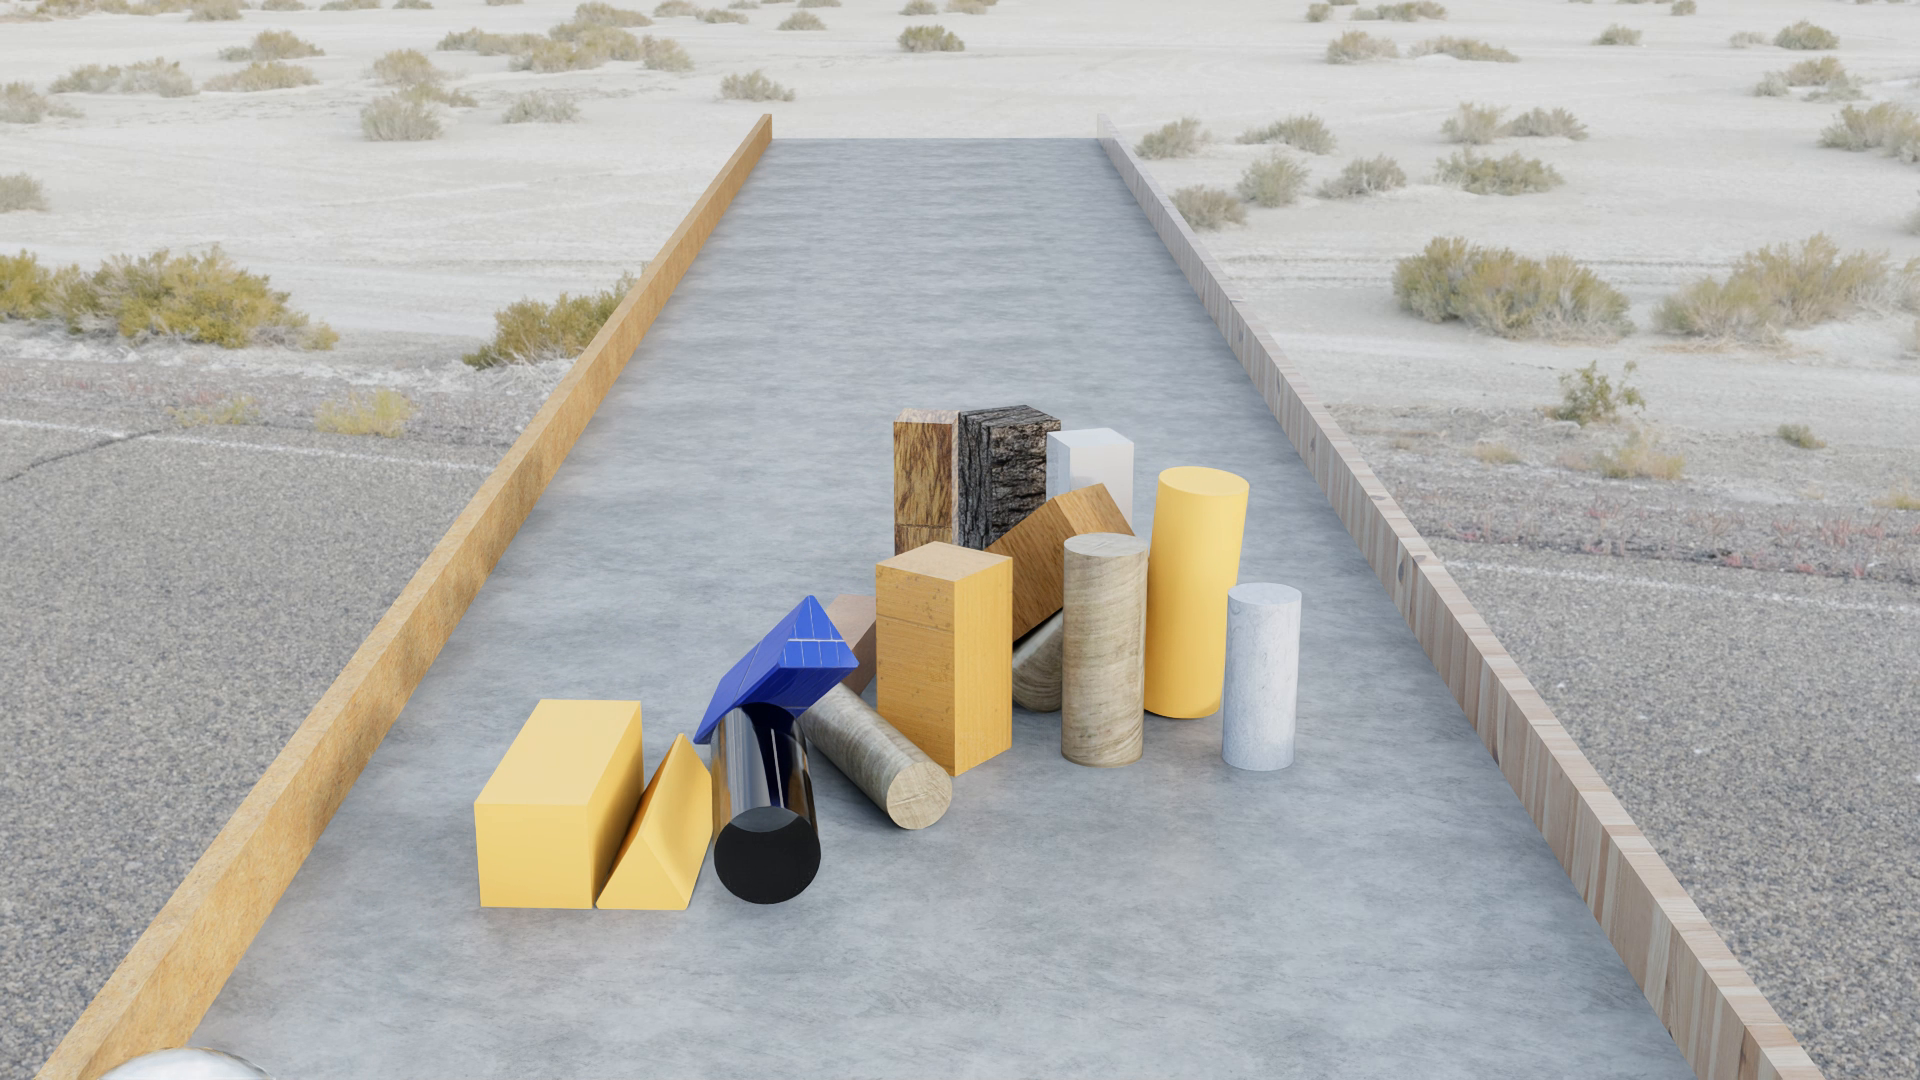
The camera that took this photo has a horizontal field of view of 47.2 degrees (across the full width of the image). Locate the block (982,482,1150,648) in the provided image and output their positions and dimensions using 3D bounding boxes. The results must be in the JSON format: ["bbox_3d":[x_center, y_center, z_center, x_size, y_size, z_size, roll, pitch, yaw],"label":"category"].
[{"bbox_3d":[0.122,0.090,4.180,0.435,0.174,0.174,-38,-12,34],"label":"block"}]

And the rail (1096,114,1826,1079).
[{"bbox_3d":[0.932,-0.844,7.801,0.050,0.150,12.000,0,17,-1],"label":"rail"}]

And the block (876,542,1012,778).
[{"bbox_3d":[-0.027,0.208,3.899,0.172,0.358,0.172,12,20,35],"label":"block"}]

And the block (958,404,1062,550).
[{"bbox_3d":[0.101,-0.044,4.600,0.158,0.441,0.158,-8,18,-25],"label":"block"}]

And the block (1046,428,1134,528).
[{"bbox_3d":[0.254,0.019,4.363,0.131,0.457,0.131,-5,17,-17],"label":"block"}]

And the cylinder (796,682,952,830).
[{"bbox_3d":[-0.154,0.365,3.793,0.118,0.118,0.424,-7,18,-23],"label":"cylinder"}]

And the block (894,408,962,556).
[{"bbox_3d":[-0.071,-0.094,4.886,0.129,0.373,0.129,3,17,9],"label":"block"}]

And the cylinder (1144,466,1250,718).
[{"bbox_3d":[0.429,0.098,4.100,0.166,0.440,0.166,4,20,-2],"label":"cylinder"}]

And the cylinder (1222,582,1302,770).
[{"bbox_3d":[0.532,0.240,3.881,0.128,0.306,0.128,0,17,0],"label":"cylinder"}]

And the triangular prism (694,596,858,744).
[{"bbox_3d":[-0.330,0.228,3.796,0.141,0.122,0.435,2,-22,-26],"label":"triangular prism"}]

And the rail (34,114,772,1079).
[{"bbox_3d":[-1.118,-0.838,7.780,0.050,0.150,12.000,0,17,-1],"label":"rail"}]

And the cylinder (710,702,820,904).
[{"bbox_3d":[-0.318,0.416,3.544,0.163,0.163,0.442,-2,17,-7],"label":"cylinder"}]

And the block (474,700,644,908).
[{"bbox_3d":[-0.634,0.415,3.533,0.170,0.170,0.441,1,17,2],"label":"block"}]

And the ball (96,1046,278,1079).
[{"bbox_3d":[-0.845,0.696,2.381,0.288,0.288,0.288,0,17,0],"label":"ball"}]

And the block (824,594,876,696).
[{"bbox_3d":[-0.234,0.225,4.275,0.112,0.112,0.420,4,17,12],"label":"block"}]

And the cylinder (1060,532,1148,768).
[{"bbox_3d":[0.254,0.195,3.889,0.147,0.390,0.147,0,17,0],"label":"cylinder"}]

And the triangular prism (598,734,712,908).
[{"bbox_3d":[-0.476,0.441,3.522,0.137,0.119,0.417,1,17,2],"label":"triangular prism"}]

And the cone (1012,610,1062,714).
[{"bbox_3d":[0.216,0.152,4.045,0.150,0.370,0.150,17,44,-18],"label":"cone"}]
